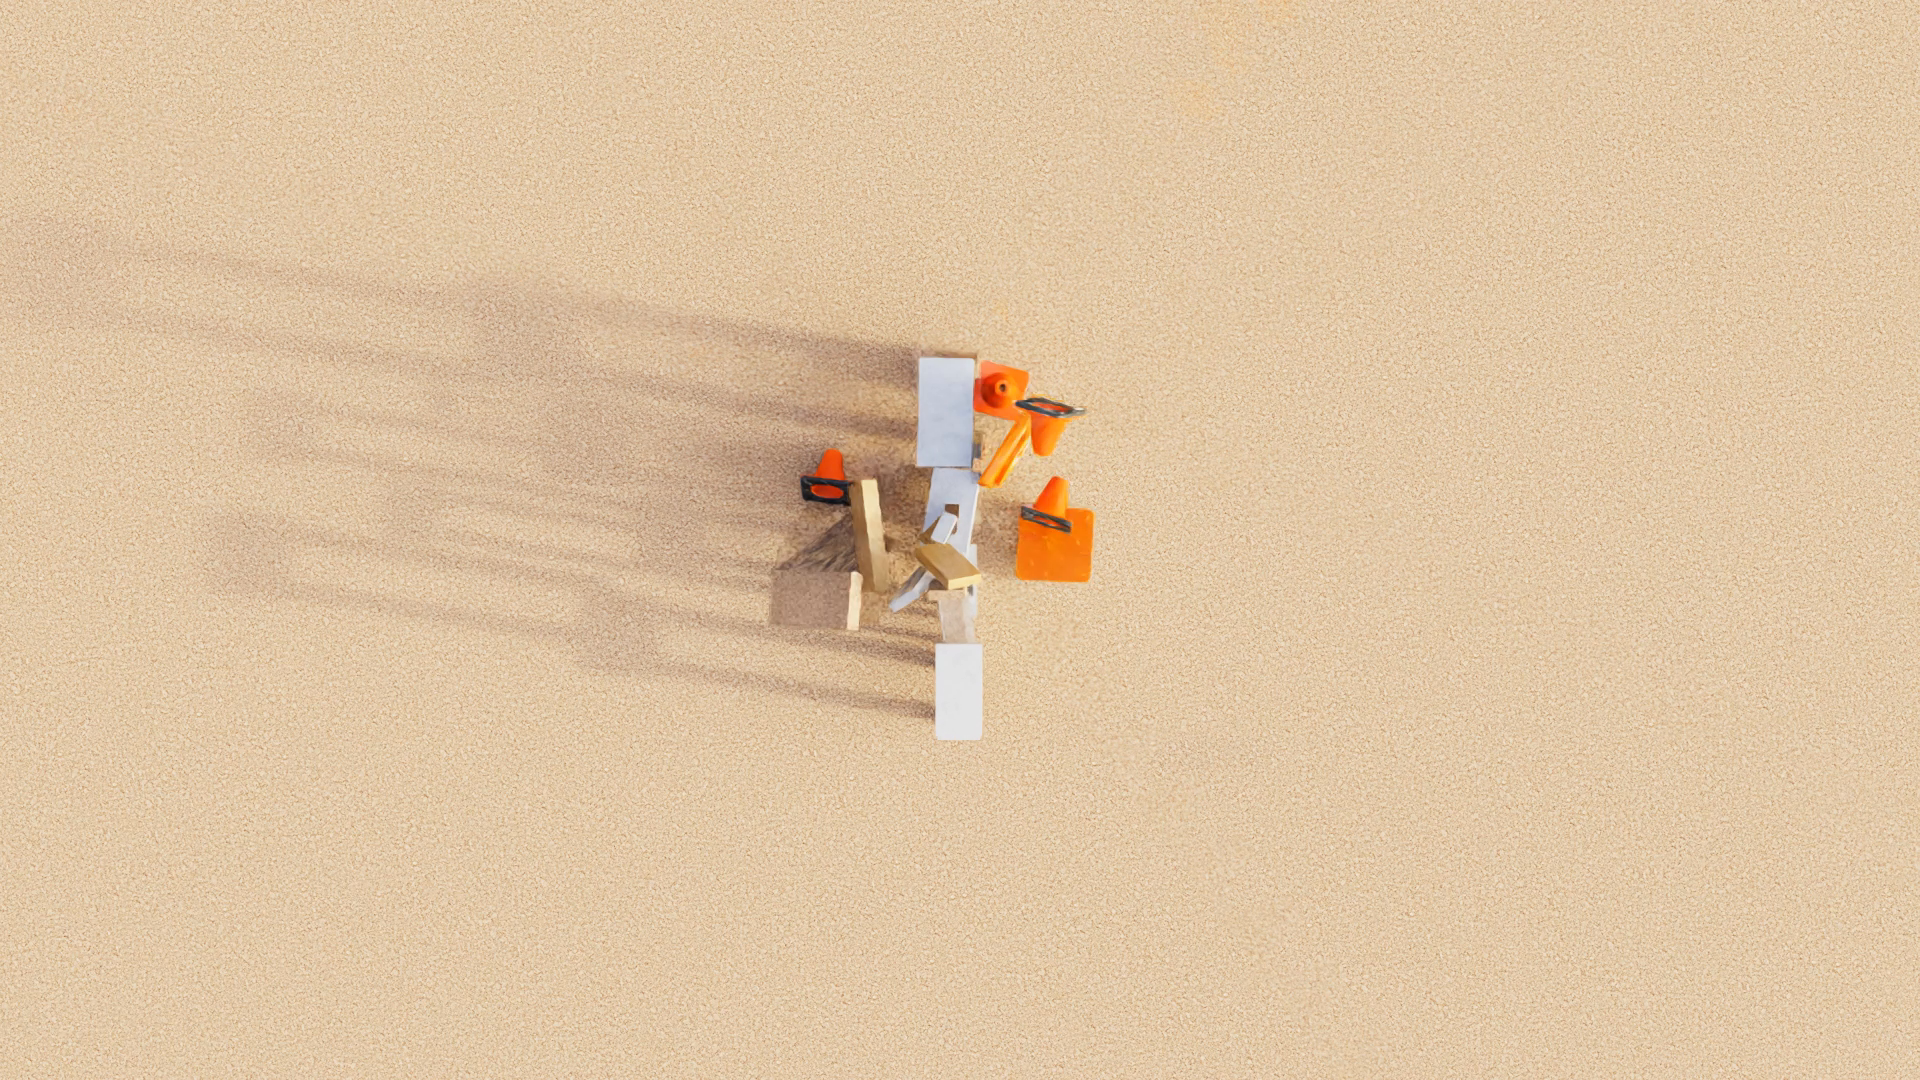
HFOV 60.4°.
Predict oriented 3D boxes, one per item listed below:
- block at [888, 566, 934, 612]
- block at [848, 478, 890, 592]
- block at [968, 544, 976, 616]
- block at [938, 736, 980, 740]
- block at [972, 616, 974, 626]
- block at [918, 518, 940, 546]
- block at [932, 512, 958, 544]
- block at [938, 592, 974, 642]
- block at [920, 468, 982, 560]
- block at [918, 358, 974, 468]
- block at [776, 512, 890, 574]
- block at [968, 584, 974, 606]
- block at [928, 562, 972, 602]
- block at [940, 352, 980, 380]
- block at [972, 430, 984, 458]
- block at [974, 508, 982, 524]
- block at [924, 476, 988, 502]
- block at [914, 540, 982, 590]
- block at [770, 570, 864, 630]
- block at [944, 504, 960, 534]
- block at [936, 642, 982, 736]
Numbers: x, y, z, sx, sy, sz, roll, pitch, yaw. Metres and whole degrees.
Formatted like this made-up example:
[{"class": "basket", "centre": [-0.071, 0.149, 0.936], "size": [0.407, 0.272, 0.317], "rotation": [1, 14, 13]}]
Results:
[{"class": "block", "centre": [-0.130, 0.132, 5.075], "size": [0.112, 0.223, 0.032], "rotation": [-34, 101, 34]}, {"class": "block", "centre": [-0.289, -0.011, 5.244], "size": [0.049, 0.174, 0.347], "rotation": [-7, 88, -17]}, {"class": "block", "centre": [-0.004, 0.129, 5.256], "size": [0.113, 0.032, 0.227], "rotation": [0, 90, 0]}, {"class": "block", "centre": [-0.004, 0.497, 5.215], "size": [0.133, 0.038, 0.266], "rotation": [0, 90, 0]}, {"class": "block", "centre": [-0.004, 0.289, 5.209], "size": [0.095, 0.314, 0.027], "rotation": [0, 99, 0]}, {"class": "block", "centre": [-0.080, -0.021, 5.153], "size": [0.095, 0.014, 0.048], "rotation": [-45, 80, 5]}, {"class": "block", "centre": [-0.048, -0.037, 5.113], "size": [0.048, 0.014, 0.095], "rotation": [23, 81, 22]}, {"class": "block", "centre": [-0.009, 0.255, 5.036], "size": [0.095, 0.027, 0.189], "rotation": [-7, 90, 2]}, {"class": "block", "centre": [-0.031, -0.078, 5.177], "size": [0.146, 0.041, 0.293], "rotation": [10, 92, 10]}, {"class": "block", "centre": [-0.044, -0.395, 5.134], "size": [0.169, 0.048, 0.338], "rotation": [1, 90, 2]}, {"class": "block", "centre": [-0.417, 0.068, 5.394], "size": [0.347, 0.049, 0.174], "rotation": [-37, 77, -1]}, {"class": "block", "centre": [-0.004, 0.165, 5.145], "size": [0.095, 0.189, 0.027], "rotation": [-3, 104, 0]}, {"class": "block", "centre": [-0.030, 0.126, 5.089], "size": [0.112, 0.298, 0.032], "rotation": [-3, 105, 5]}, {"class": "block", "centre": [-0.023, -0.554, 5.327], "size": [0.169, 0.338, 0.048], "rotation": [-8, 102, 2]}, {"class": "block", "centre": [-0.012, -0.313, 5.327], "size": [0.169, 0.338, 0.048], "rotation": [3, 101, 2]}, {"class": "block", "centre": [-0.006, -0.064, 5.354], "size": [0.146, 0.293, 0.041], "rotation": [-13, 90, 0]}, {"class": "block", "centre": [-0.013, -0.165, 5.345], "size": [0.146, 0.293, 0.041], "rotation": [12, 107, 8]}, {"class": "block", "centre": [-0.038, 0.076, 5.041], "size": [0.112, 0.223, 0.032], "rotation": [-11, 122, -26]}, {"class": "block", "centre": [-0.448, 0.186, 5.119], "size": [0.347, 0.049, 0.174], "rotation": [0, 83, 42]}, {"class": "block", "centre": [-0.029, -0.065, 5.134], "size": [0.048, 0.014, 0.095], "rotation": [5, 75, 11]}, {"class": "block", "centre": [-0.003, 0.444, 4.900], "size": [0.137, 0.039, 0.275], "rotation": [0, 91, 0]}]
